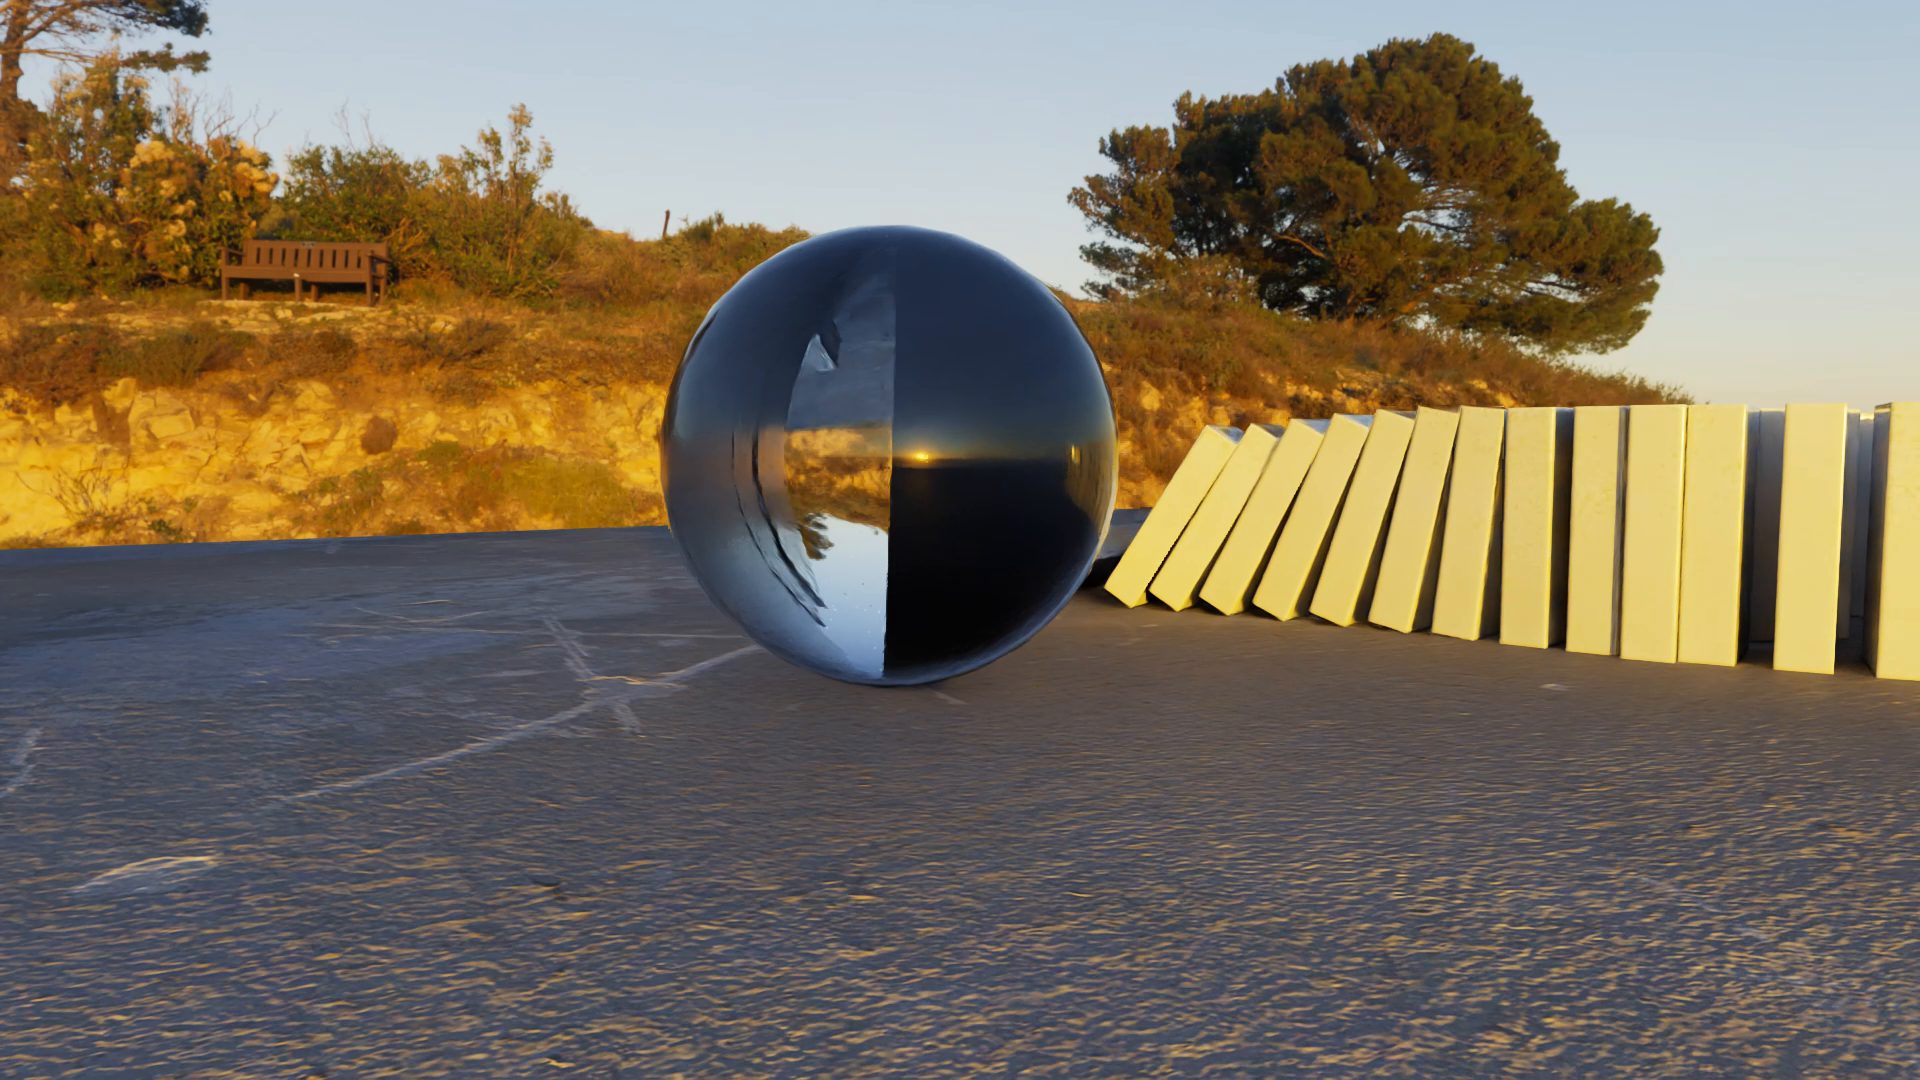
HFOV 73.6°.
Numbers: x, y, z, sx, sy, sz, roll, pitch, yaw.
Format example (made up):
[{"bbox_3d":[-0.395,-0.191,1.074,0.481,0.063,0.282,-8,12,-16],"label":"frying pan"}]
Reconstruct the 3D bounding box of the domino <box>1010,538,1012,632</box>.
[{"bbox_3d":[-0.001,-0.003,0.280,0.025,0.050,0.009,0,-17,3],"label":"domino"}]

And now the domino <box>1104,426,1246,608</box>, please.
[{"bbox_3d":[0.059,-0.006,0.336,0.009,0.050,0.025,38,20,21],"label":"domino"}]

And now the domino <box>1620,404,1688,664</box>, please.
[{"bbox_3d":[0.142,-0.002,0.260,0.009,0.050,0.025,3,5,37],"label":"domino"}]

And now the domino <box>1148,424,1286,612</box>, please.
[{"bbox_3d":[0.069,-0.006,0.330,0.010,0.050,0.025,37,20,22],"label":"domino"}]

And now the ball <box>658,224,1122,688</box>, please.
[{"bbox_3d":[-0.012,-0.014,0.226,0.080,0.080,0.080,0,4,0],"label":"ball"}]

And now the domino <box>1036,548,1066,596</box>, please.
[{"bbox_3d":[0.018,0.009,0.384,0.025,0.009,0.050,1,4,8],"label":"domino"}]

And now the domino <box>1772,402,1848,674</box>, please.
[{"bbox_3d":[0.164,-0.001,0.248,0.010,0.050,0.025,3,5,32],"label":"domino"}]

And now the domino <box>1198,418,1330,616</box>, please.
[{"bbox_3d":[0.080,-0.006,0.321,0.009,0.050,0.025,36,23,29],"label":"domino"}]

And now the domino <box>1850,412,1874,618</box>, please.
[{"bbox_3d":[0.221,-0.007,0.327,0.009,0.050,0.025,1,4,10],"label":"domino"}]

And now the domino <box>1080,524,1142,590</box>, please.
[{"bbox_3d":[0.058,0.004,0.369,0.050,0.009,0.025,-4,-21,-9],"label":"domino"}]

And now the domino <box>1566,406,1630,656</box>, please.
[{"bbox_3d":[0.136,-0.003,0.268,0.009,0.050,0.025,4,6,40],"label":"domino"}]

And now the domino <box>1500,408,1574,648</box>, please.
[{"bbox_3d":[0.127,-0.003,0.277,0.009,0.050,0.025,4,6,45],"label":"domino"}]

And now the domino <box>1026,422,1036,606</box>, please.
[{"bbox_3d":[0.008,-0.007,0.344,0.025,0.050,0.009,0,-25,4],"label":"domino"}]

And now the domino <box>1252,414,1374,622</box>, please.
[{"bbox_3d":[0.090,-0.006,0.312,0.009,0.050,0.025,32,23,34],"label":"domino"}]

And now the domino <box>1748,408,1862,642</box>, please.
[{"bbox_3d":[0.181,-0.003,0.280,0.025,0.050,0.009,-1,4,-10],"label":"domino"}]

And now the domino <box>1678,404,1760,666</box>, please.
[{"bbox_3d":[0.152,-0.002,0.256,0.009,0.050,0.025,3,5,37],"label":"domino"}]

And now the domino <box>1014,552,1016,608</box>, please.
[{"bbox_3d":[0.001,-0.006,0.320,0.025,0.050,0.010,0,-17,3],"label":"domino"}]

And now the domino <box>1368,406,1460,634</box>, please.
[{"bbox_3d":[0.109,-0.005,0.295,0.009,0.050,0.025,20,17,40],"label":"domino"}]

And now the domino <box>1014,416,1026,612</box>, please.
[{"bbox_3d":[0.004,-0.007,0.331,0.025,0.050,0.009,0,-19,3],"label":"domino"}]

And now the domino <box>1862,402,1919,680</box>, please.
[{"bbox_3d":[0.177,0.000,0.240,0.009,0.050,0.025,2,5,30],"label":"domino"}]

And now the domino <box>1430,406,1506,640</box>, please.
[{"bbox_3d":[0.118,-0.004,0.286,0.009,0.050,0.025,12,11,42],"label":"domino"}]

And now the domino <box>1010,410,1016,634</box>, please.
[{"bbox_3d":[0.000,-0.004,0.290,0.025,0.050,0.009,0,-17,3],"label":"domino"}]

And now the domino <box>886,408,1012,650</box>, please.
[{"bbox_3d":[-0.002,-0.003,0.269,0.025,0.050,0.009,0,-17,3],"label":"domino"}]

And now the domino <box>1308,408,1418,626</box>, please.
[{"bbox_3d":[0.100,-0.005,0.304,0.009,0.050,0.025,26,20,36],"label":"domino"}]
